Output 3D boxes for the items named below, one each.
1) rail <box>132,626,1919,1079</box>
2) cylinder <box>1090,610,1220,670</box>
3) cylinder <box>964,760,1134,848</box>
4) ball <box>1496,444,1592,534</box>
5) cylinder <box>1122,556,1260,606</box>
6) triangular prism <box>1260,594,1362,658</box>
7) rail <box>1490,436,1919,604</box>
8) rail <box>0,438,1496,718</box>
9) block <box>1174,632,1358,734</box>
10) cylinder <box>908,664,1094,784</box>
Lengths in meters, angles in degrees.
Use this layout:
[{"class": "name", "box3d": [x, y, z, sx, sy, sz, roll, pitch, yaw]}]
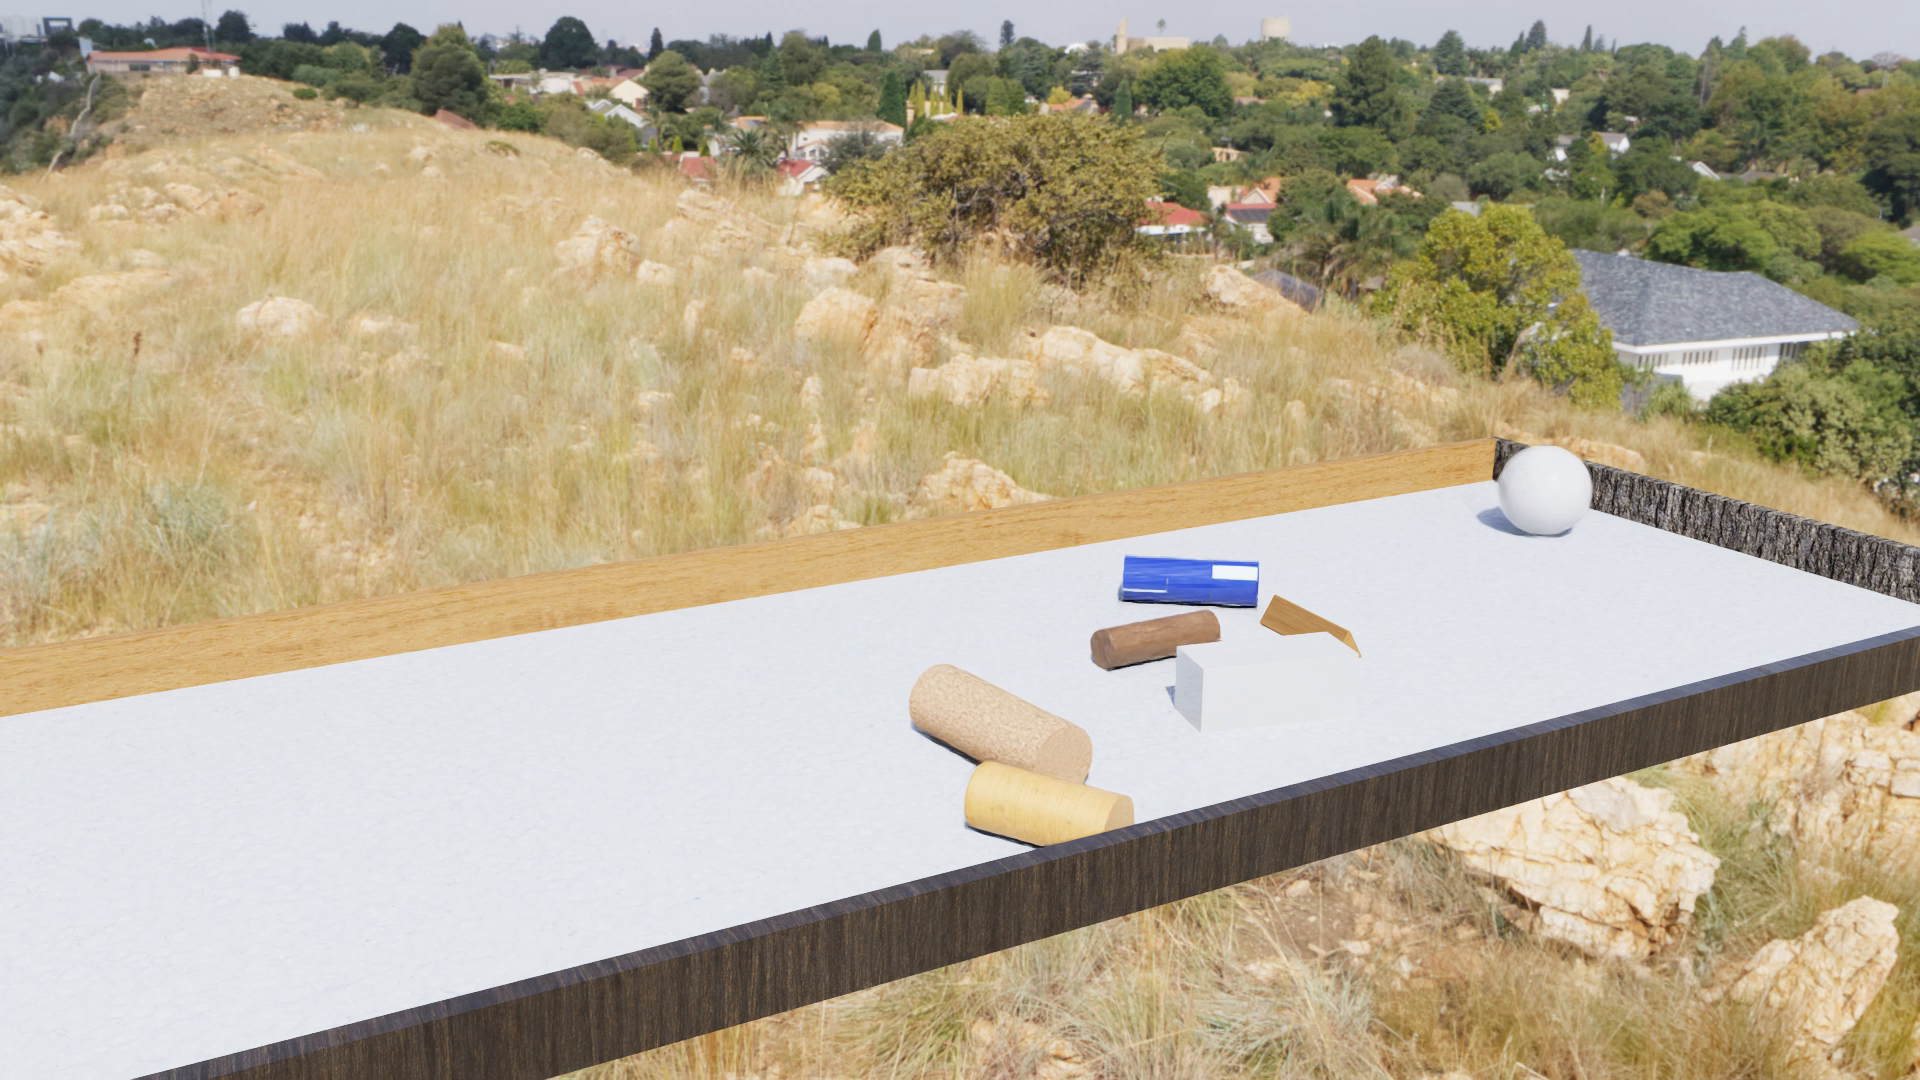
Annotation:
[{"class": "rail", "box3d": [-2.336, 1.006, 1.665, 12.000, 0.150, 0.050, -9, 18, -27]}, {"class": "cylinder", "box3d": [0.511, 0.257, 4.295, 0.338, 0.104, 0.104, -9, 19, -27]}, {"class": "cylinder", "box3d": [0.176, 0.539, 3.274, 0.310, 0.139, 0.139, 10, 19, 31]}, {"class": "ball", "box3d": [1.909, -0.164, 5.392, 0.295, 0.295, 0.295, 0, 16, 0]}, {"class": "cylinder", "box3d": [0.661, 0.119, 4.726, 0.381, 0.126, 0.126, 3, 17, 9]}, {"class": "triangular prism", "box3d": [0.939, 0.230, 4.424, 0.090, 0.078, 0.333, -7, 18, -23]}, {"class": "rail", "box3d": [2.466, -0.048, 5.253, 0.050, 0.150, 2.100, -9, 18, -27]}, {"class": "rail", "box3d": [-3.305, 0.497, 3.399, 12.000, 0.150, 0.050, -9, 18, -27]}, {"class": "block", "box3d": [0.727, 0.336, 3.927, 0.393, 0.159, 0.159, -4, 17, -15]}, {"class": "cylinder", "box3d": [0.083, 0.416, 3.648, 0.164, 0.164, 0.457, -12, 20, -34]}]
